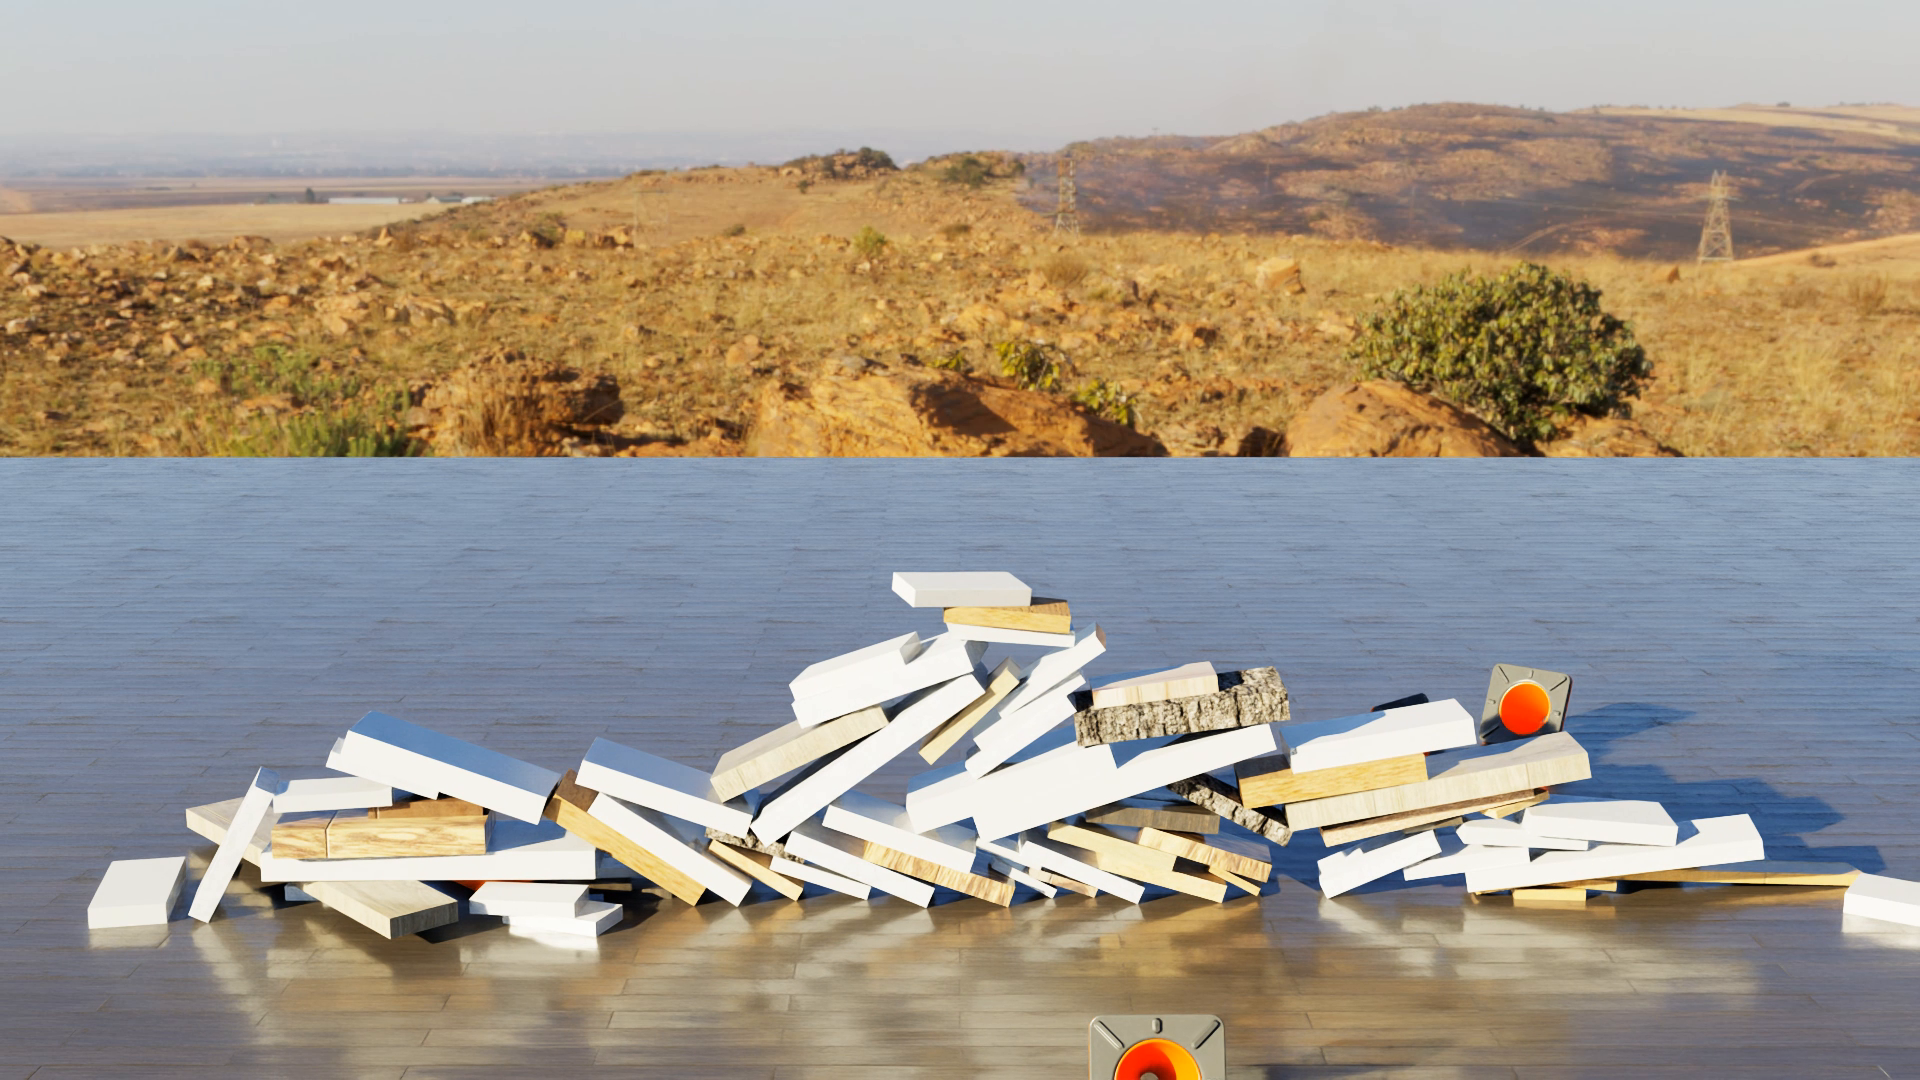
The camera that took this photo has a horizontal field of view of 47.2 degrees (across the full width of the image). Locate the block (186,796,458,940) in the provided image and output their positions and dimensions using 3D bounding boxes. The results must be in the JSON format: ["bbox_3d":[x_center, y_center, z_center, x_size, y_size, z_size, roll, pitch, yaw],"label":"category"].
[{"bbox_3d":[-1.089,0.542,3.705,0.118,0.033,0.753,-9,14,-41],"label":"block"}]

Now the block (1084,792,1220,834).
[{"bbox_3d":[0.316,0.447,3.646,0.217,0.031,0.108,6,9,-1],"label":"block"}]

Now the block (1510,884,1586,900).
[{"bbox_3d":[0.979,0.582,3.667,0.115,0.016,0.058,1,11,4],"label":"block"}]

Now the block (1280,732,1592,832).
[{"bbox_3d":[0.775,0.397,3.626,0.489,0.042,0.149,-11,8,4],"label":"block"}]

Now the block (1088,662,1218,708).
[{"bbox_3d":[0.316,0.237,3.610,0.202,0.029,0.101,-8,10,1],"label":"block"}]

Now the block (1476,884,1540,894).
[{"bbox_3d":[0.915,0.566,3.672,0.115,0.016,0.058,-10,10,5],"label":"block"}]

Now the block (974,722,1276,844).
[{"bbox_3d":[0.266,0.377,3.633,0.499,0.049,0.171,-18,9,3],"label":"block"}]

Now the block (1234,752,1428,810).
[{"bbox_3d":[0.609,0.382,3.636,0.299,0.042,0.149,-10,8,4],"label":"block"}]

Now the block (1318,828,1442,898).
[{"bbox_3d":[0.699,0.528,3.670,0.203,0.029,0.102,-25,9,12],"label":"block"}]

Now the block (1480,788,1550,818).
[{"bbox_3d":[0.912,0.431,3.622,0.105,0.014,0.049,-17,12,-20],"label":"block"}]

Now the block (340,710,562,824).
[{"bbox_3d":[-0.835,0.373,3.626,0.334,0.047,0.167,20,6,-4],"label":"block"}]

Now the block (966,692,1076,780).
[{"bbox_3d":[0.100,0.314,3.611,0.201,0.028,0.100,-35,7,7],"label":"block"}]

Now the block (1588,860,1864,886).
[{"bbox_3d":[1.273,0.557,3.704,0.504,0.019,0.067,3,10,-8],"label":"block"}]

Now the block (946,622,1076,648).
[{"bbox_3d":[0.082,0.140,3.587,0.200,0.028,0.100,4,14,-6],"label":"block"}]

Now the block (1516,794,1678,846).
[{"bbox_3d":[1.046,0.459,3.624,0.237,0.034,0.118,4,13,2],"label":"block"}]

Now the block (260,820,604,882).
[{"bbox_3d":[-0.864,0.513,3.642,0.535,0.047,0.167,0,10,-3],"label":"block"}]

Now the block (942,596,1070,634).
[{"bbox_3d":[0.075,0.115,3.566,0.202,0.029,0.101,5,14,-3],"label":"block"}]

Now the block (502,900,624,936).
[{"bbox_3d":[-0.639,0.602,3.538,0.171,0.024,0.086,4,11,21],"label":"block"}]

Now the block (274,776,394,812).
[{"bbox_3d":[-1.017,0.412,3.577,0.183,0.026,0.091,-2,10,-12],"label":"block"}]

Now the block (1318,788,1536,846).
[{"bbox_3d":[0.768,0.442,3.646,0.347,0.028,0.098,-14,7,4],"label":"block"}]

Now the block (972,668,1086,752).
[{"bbox_3d":[0.112,0.269,3.613,0.202,0.029,0.101,-35,7,5],"label":"block"}]

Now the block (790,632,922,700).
[{"bbox_3d":[-0.170,0.206,3.601,0.202,0.029,0.101,-19,9,19],"label":"block"}]

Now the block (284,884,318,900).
[{"bbox_3d":[-1.029,0.577,3.673,0.171,0.024,0.085,0,11,2],"label":"block"}]

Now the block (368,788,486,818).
[{"bbox_3d":[-0.875,0.431,3.624,0.183,0.026,0.091,-1,10,-7],"label":"block"}]

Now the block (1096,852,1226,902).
[{"bbox_3d":[0.334,0.546,3.669,0.211,0.030,0.105,16,10,-3],"label":"block"}]

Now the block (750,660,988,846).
[{"bbox_3d":[-0.147,0.342,3.626,0.444,0.043,0.153,-36,7,8],"label":"block"}]

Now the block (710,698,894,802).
[{"bbox_3d":[-0.260,0.332,3.655,0.305,0.043,0.153,-25,8,6],"label":"block"}]

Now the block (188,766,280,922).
[{"bbox_3d":[-1.179,0.494,3.577,0.033,0.236,0.118,27,3,-16],"label":"block"}]

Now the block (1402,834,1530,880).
[{"bbox_3d":[0.838,0.522,3.669,0.203,0.029,0.102,-9,11,7],"label":"block"}]

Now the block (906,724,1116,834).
[{"bbox_3d":[0.083,0.387,3.638,0.343,0.049,0.171,-18,9,3],"label":"block"}]

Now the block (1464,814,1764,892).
[{"bbox_3d":[1.072,0.517,3.634,0.469,0.034,0.118,-8,12,11],"label":"block"}]

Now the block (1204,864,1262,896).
[{"bbox_3d":[0.457,0.560,3.674,0.097,0.014,0.049,26,10,9],"label":"block"}]

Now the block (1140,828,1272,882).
[{"bbox_3d":[0.406,0.506,3.653,0.217,0.031,0.108,17,10,2],"label":"block"}]
